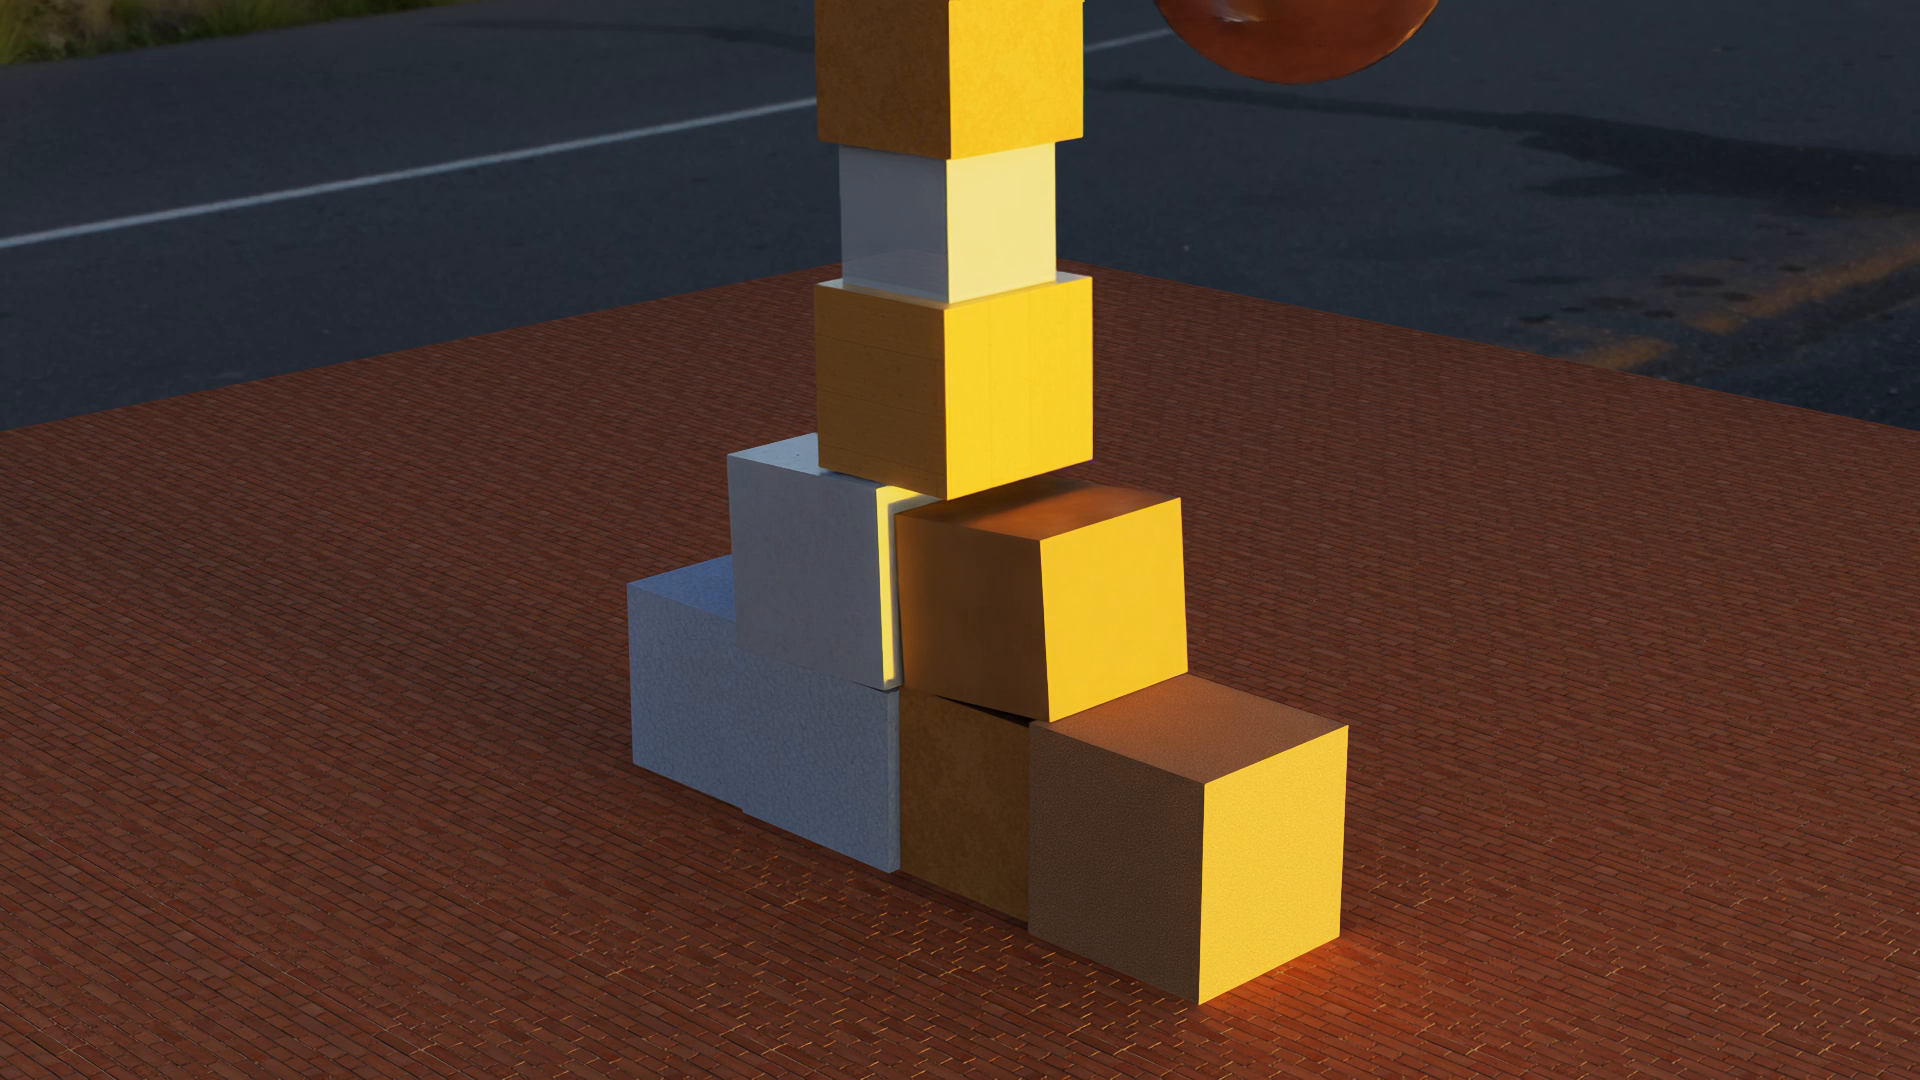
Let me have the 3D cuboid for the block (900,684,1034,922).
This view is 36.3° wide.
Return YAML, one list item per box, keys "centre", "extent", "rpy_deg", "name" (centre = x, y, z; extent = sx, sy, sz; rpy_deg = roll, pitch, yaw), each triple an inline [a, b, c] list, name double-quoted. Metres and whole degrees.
- centre: [0.326, 1.088, 13.350]
  extent: [0.820, 0.919, 0.876]
  rpy_deg: [-17, 24, -42]
  name: "block"

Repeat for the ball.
- centre: [1.623, -2.995, 14.101]
  extent: [1.600, 1.600, 1.600]
  rpy_deg: [0, 17, 0]
  name: "ball"

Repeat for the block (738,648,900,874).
- centre: [-0.357, 0.905, 14.001]
  extent: [0.937, 0.877, 1.026]
  rpy_deg: [-17, 24, -42]
  name: "block"

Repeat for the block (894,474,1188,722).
- centre: [0.364, 0.238, 13.061]
  extent: [0.900, 0.804, 0.896]
  rpy_deg: [-17, 19, -42]
  name: "block"

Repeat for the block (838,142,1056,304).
- centre: [-0.053, -1.452, 12.933]
  extent: [0.667, 0.632, 0.673]
  rpy_deg: [-17, 23, -42]
  name: "block"

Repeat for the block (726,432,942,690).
- centre: [-0.349, 0.032, 13.689]
  extent: [1.019, 0.934, 1.010]
  rpy_deg: [-17, 21, -42]
  name: "block"

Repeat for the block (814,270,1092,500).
- centre: [-0.025, -0.752, 13.158]
  extent: [0.927, 0.840, 0.826]
  rpy_deg: [-17, 23, -42]
  name: "block"

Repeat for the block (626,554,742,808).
- centre: [-1.044, 0.671, 14.621]
  extent: [0.845, 0.953, 0.860]
  rpy_deg: [-17, 24, -42]
  name: "block"

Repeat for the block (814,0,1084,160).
- centre: [-0.049, -2.193, 12.728]
  extent: [0.813, 0.905, 0.832]
  rpy_deg: [-17, 23, -42]
  name: "block"

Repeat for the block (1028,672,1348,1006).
- centre: [0.978, 1.258, 12.693]
  extent: [0.942, 0.989, 0.985]
  rpy_deg: [-17, 24, -42]
  name: "block"
